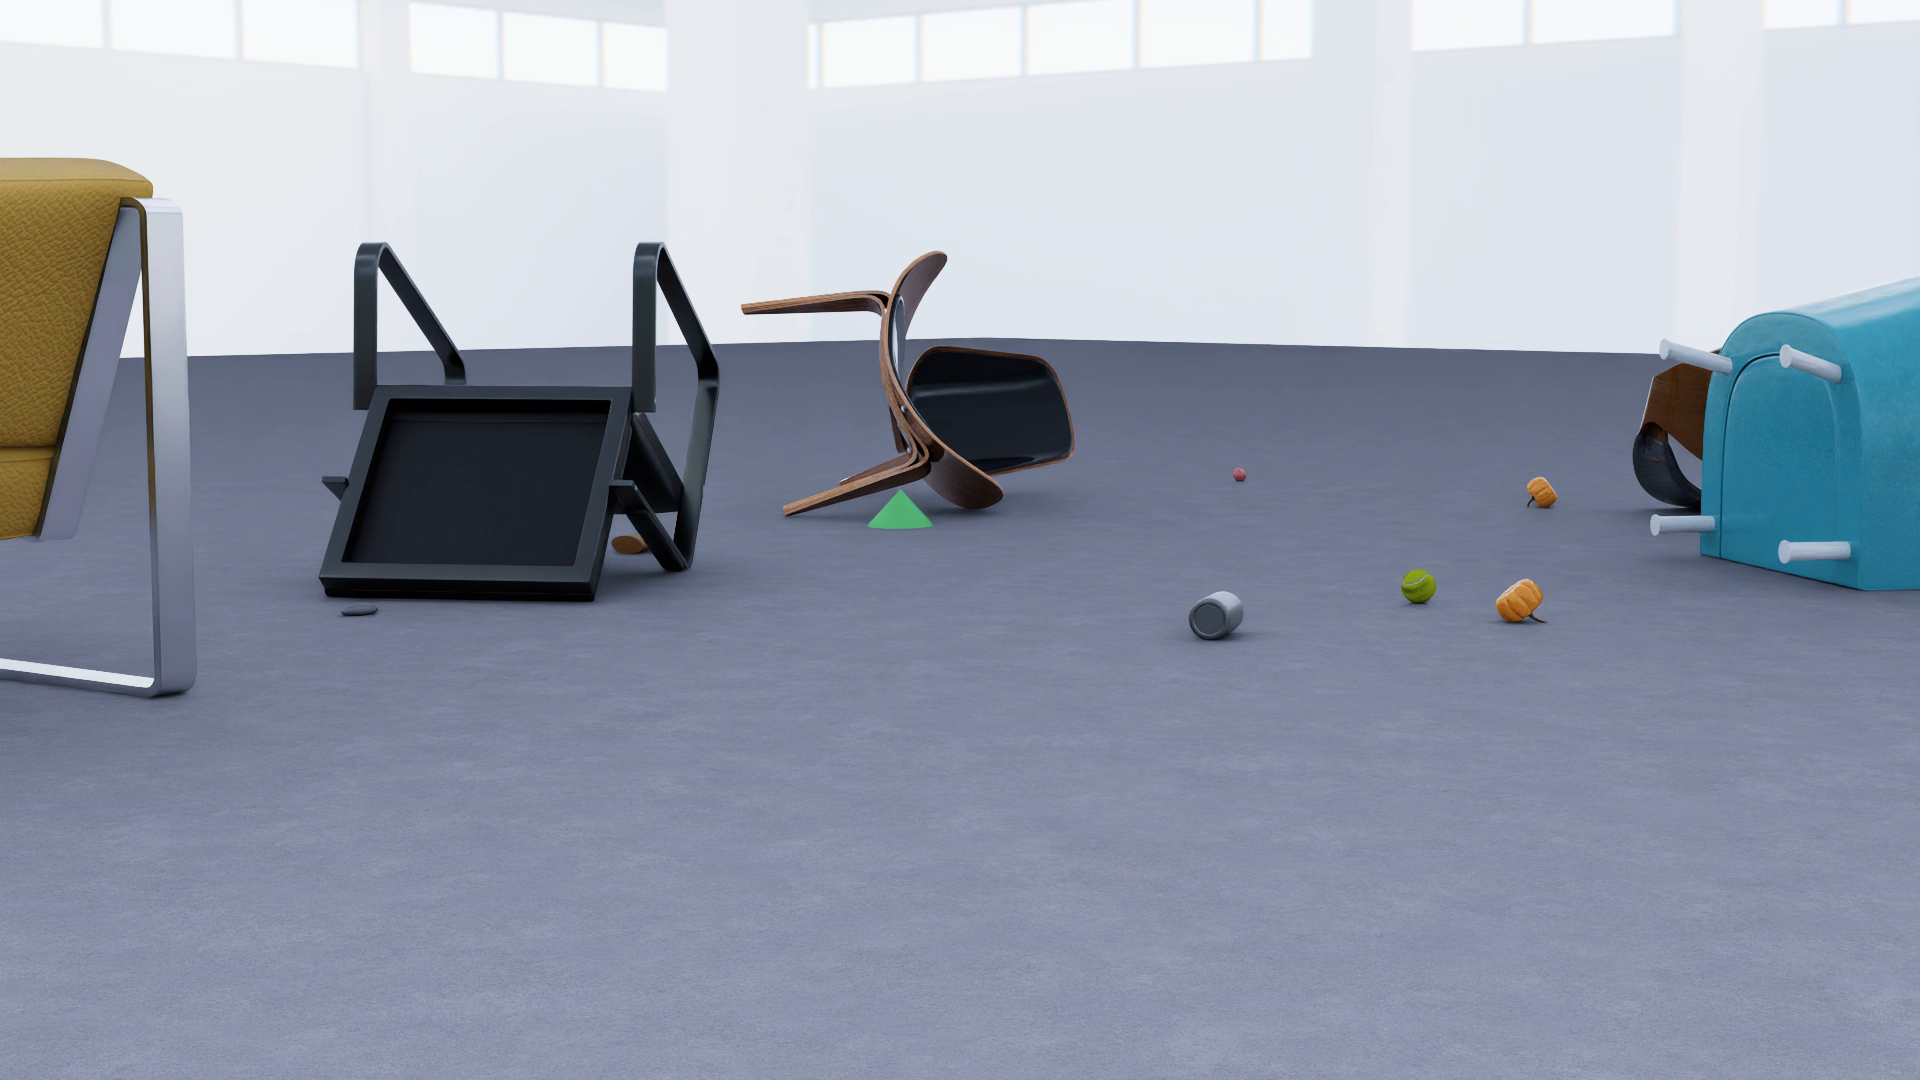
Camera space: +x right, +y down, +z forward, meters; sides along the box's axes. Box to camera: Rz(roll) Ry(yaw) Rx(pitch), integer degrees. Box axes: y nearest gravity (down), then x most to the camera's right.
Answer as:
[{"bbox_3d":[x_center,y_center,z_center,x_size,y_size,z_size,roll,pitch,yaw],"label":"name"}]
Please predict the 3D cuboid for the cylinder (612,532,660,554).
[{"bbox_3d":[-0.776,0.007,6.138,0.082,0.043,0.093,6,7,18],"label":"cylinder"}]

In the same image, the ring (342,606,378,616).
[{"bbox_3d":[-1.170,0.137,5.001,0.046,0.016,0.078,4,7,43],"label":"ring"}]

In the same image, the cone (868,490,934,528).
[{"bbox_3d":[-0.157,-0.087,6.786,0.170,0.096,0.187,5,8,39],"label":"cone"}]
